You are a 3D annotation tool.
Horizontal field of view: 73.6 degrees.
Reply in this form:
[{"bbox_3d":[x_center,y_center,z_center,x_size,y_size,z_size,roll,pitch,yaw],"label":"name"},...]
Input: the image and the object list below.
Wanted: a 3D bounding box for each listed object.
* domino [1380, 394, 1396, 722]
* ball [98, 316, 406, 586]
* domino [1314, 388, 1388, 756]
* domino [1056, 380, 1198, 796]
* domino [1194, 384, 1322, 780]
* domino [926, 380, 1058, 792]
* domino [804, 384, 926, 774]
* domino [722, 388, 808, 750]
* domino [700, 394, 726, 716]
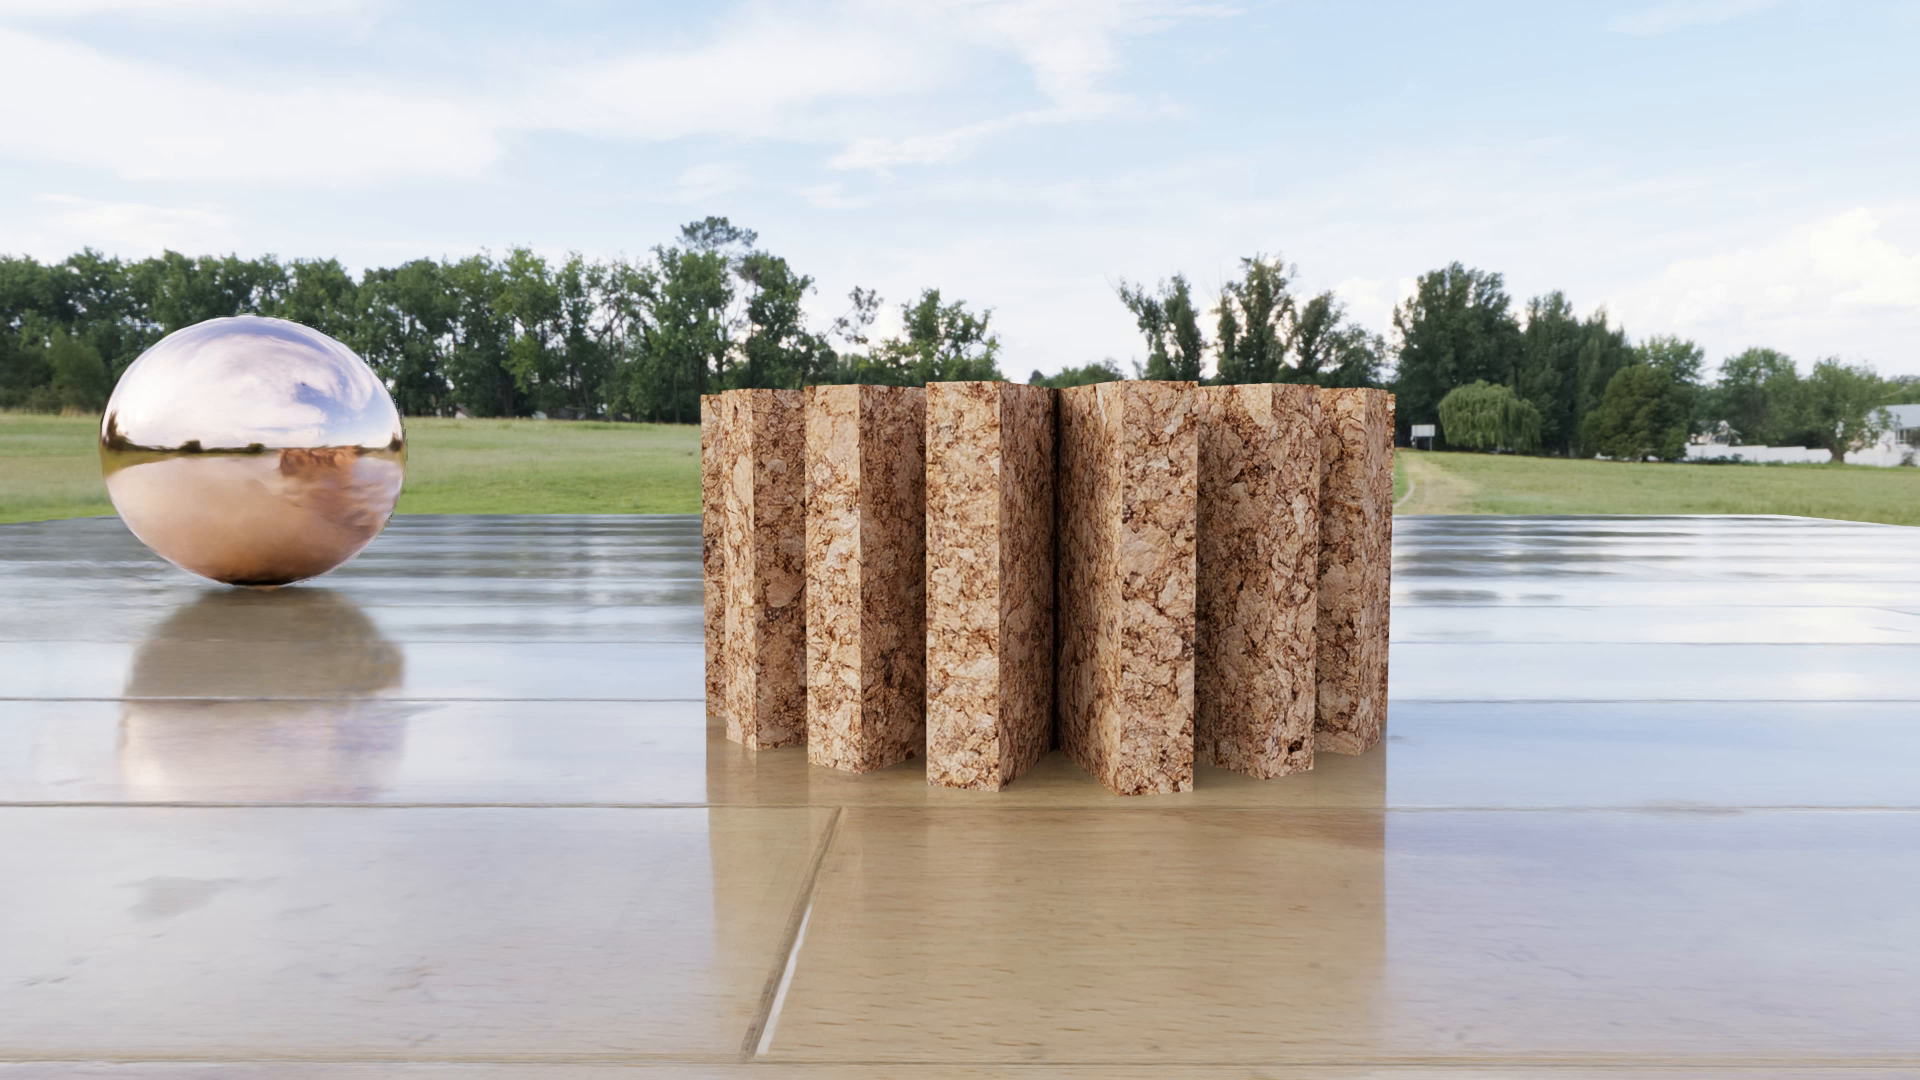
[{"bbox_3d":[0.053,0.003,0.200,0.025,0.050,0.009,0,4,-1],"label":"domino"},{"bbox_3d":[-0.208,-0.026,0.381,0.080,0.080,0.080,0,4,0],"label":"ball"},{"bbox_3d":[0.047,0.004,0.184,0.025,0.050,0.009,3,5,35],"label":"domino"},{"bbox_3d":[0.021,0.005,0.166,0.009,0.050,0.025,-1,4,-14],"label":"domino"},{"bbox_3d":[0.035,0.005,0.174,0.010,0.050,0.025,-3,5,-36],"label":"domino"},{"bbox_3d":[0.005,0.005,0.168,0.009,0.050,0.025,2,5,21],"label":"domino"},{"bbox_3d":[-0.009,0.004,0.177,0.009,0.050,0.025,3,5,37],"label":"domino"},{"bbox_3d":[-0.021,0.004,0.187,0.025,0.050,0.010,-3,5,-35],"label":"domino"},{"bbox_3d":[-0.027,0.002,0.203,0.025,0.050,0.009,0,4,3],"label":"domino"}]
